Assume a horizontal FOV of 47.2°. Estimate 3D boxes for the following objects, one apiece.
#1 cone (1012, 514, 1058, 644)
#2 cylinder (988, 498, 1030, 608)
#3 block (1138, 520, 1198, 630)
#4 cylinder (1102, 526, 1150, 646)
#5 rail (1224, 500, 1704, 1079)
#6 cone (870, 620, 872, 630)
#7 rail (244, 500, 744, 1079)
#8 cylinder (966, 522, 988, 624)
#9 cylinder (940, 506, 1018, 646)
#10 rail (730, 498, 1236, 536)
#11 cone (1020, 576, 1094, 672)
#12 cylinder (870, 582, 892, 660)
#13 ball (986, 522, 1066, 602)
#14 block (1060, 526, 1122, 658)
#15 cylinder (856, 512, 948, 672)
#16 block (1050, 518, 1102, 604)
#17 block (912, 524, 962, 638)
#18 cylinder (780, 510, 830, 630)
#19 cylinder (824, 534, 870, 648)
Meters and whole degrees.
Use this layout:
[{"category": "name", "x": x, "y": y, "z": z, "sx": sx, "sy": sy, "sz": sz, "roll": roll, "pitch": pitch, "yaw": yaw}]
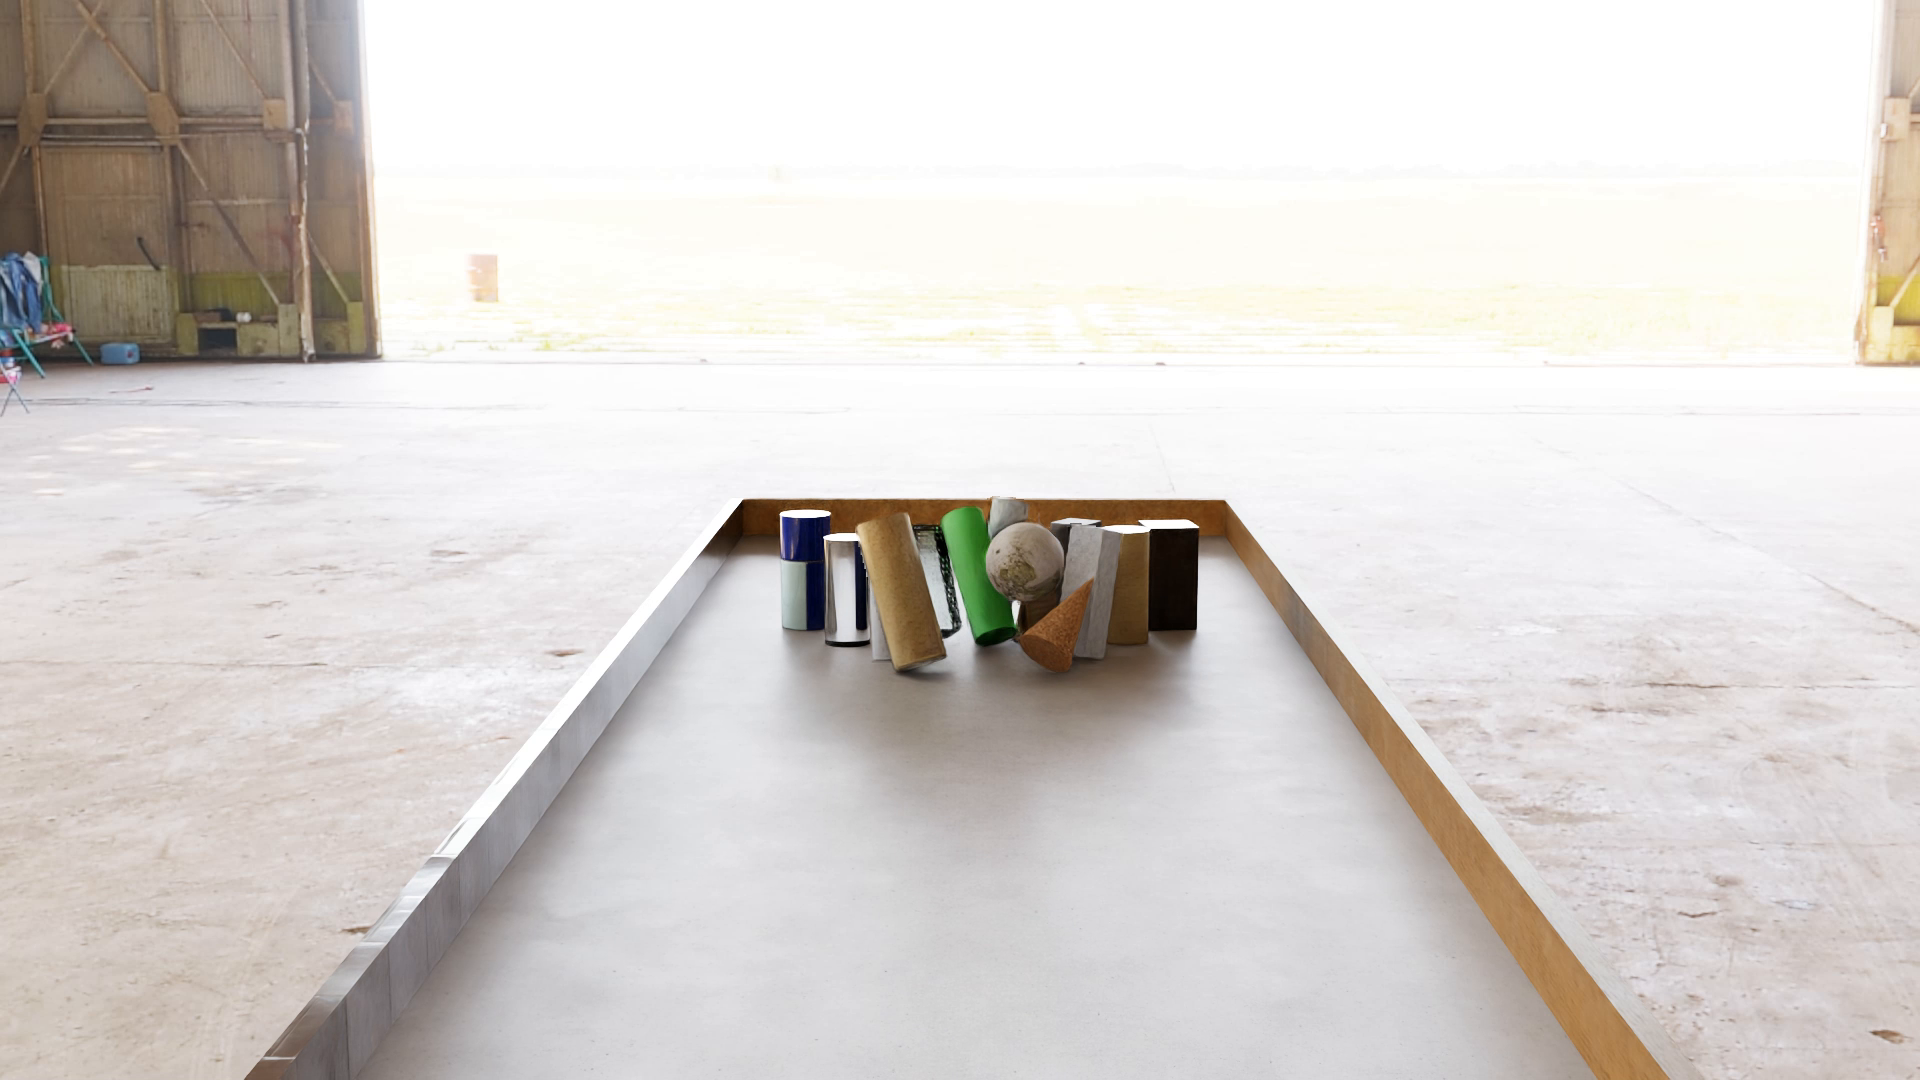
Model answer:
[{"category": "cone", "x": 0.250, "y": 0.117, "z": 6.962, "sx": 0.166, "sy": 0.410, "sz": 0.166, "roll": 0, "pitch": 9, "yaw": 0}, {"category": "cylinder", "x": 0.131, "y": 0.078, "z": 7.089, "sx": 0.120, "sy": 0.413, "sz": 0.120, "roll": 10, "pitch": -5, "yaw": 1}, {"category": "block", "x": 0.681, "y": 0.115, "z": 7.208, "sx": 0.163, "sy": 0.337, "sz": 0.163, "roll": -1, "pitch": 9, "yaw": -7}, {"category": "cylinder", "x": 0.522, "y": 0.143, "z": 6.960, "sx": 0.154, "sy": 0.359, "sz": 0.154, "roll": 0, "pitch": 9, "yaw": 0}, {"category": "rail", "x": 1.046, "y": 0.843, "z": 3.208, "sx": 0.050, "sy": 0.150, "sz": 12.000, "roll": 0, "pitch": 9, "yaw": 1}, {"category": "cone", "x": -0.247, "y": 0.108, "z": 7.169, "sx": 0.136, "sy": 0.363, "sz": 0.136, "roll": 0, "pitch": 9, "yaw": 0}, {"category": "rail", "x": -1.004, "y": 0.839, "z": 3.234, "sx": 0.050, "sy": 0.150, "sz": 12.000, "roll": 0, "pitch": 9, "yaw": 1}, {"category": "cylinder", "x": 0.081, "y": 0.107, "z": 7.208, "sx": 0.136, "sy": 0.331, "sz": 0.136, "roll": -2, "pitch": -3, "yaw": 0}, {"category": "cylinder", "x": 0.058, "y": 0.114, "z": 6.933, "sx": 0.139, "sy": 0.423, "sz": 0.139, "roll": -14, "pitch": -23, "yaw": -6}, {"category": "rail", "x": 0.099, "y": -0.098, "z": 9.147, "sx": 2.100, "sy": 0.150, "sz": 0.050, "roll": 0, "pitch": 9, "yaw": 1}, {"category": "cone", "x": 0.328, "y": 0.220, "z": 6.559, "sx": 0.171, "sy": 0.171, "sz": 0.311, "roll": 8, "pitch": 53, "yaw": 42}, {"category": "cylinder", "x": -0.224, "y": 0.159, "z": 6.700, "sx": 0.102, "sy": 0.400, "sz": 0.102, "roll": -2, "pitch": 4, "yaw": 0}, {"category": "ball", "x": 0.202, "y": 0.070, "z": 6.805, "sx": 0.246, "sy": 0.246, "sz": 0.246, "roll": 0, "pitch": 9, "yaw": 0}, {"category": "block", "x": 0.389, "y": 0.159, "z": 6.705, "sx": 0.114, "sy": 0.390, "sz": 0.114, "roll": 8, "pitch": -1, "yaw": 35}, {"category": "cylinder", "x": -0.173, "y": 0.155, "z": 6.528, "sx": 0.160, "sy": 0.444, "sz": 0.160, "roll": -15, "pitch": -7, "yaw": -2}, {"category": "block", "x": 0.377, "y": 0.114, "z": 7.168, "sx": 0.120, "sy": 0.351, "sz": 0.120, "roll": 6, "pitch": 11, "yaw": 34}, {"category": "block", "x": -0.094, "y": 0.132, "z": 7.006, "sx": 0.106, "sy": 0.351, "sz": 0.106, "roll": -1, "pitch": -20, "yaw": -31}, {"category": "cylinder", "x": -0.504, "y": 0.098, "z": 7.198, "sx": 0.164, "sy": 0.372, "sz": 0.164, "roll": 0, "pitch": 9, "yaw": 0}, {"category": "cylinder", "x": -0.355, "y": 0.158, "z": 6.930, "sx": 0.145, "sy": 0.338, "sz": 0.145, "roll": 0, "pitch": 9, "yaw": 0}]
